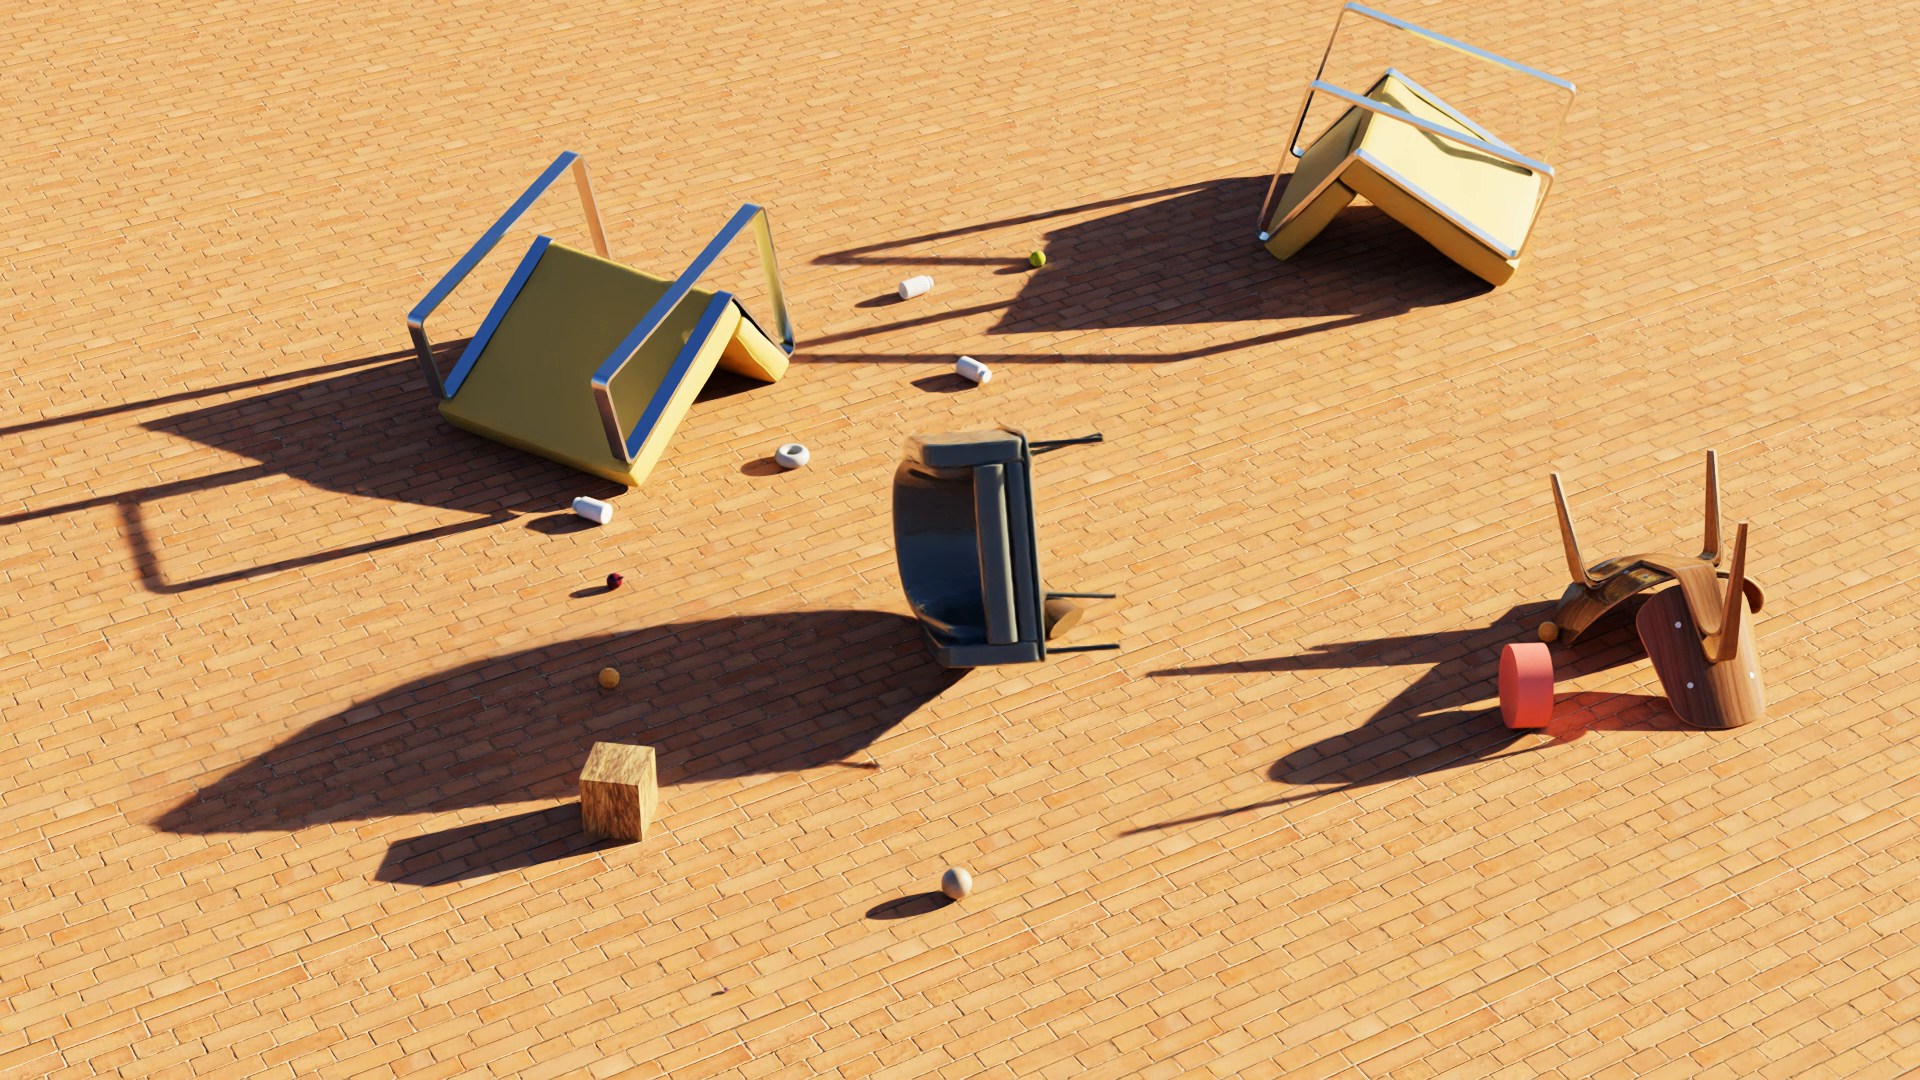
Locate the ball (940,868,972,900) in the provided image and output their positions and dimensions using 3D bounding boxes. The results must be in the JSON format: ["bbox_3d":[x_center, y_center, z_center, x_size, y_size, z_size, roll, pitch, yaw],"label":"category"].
[{"bbox_3d":[-0.011,1.079,9.217,0.100,0.100,0.100,0,33,0],"label":"ball"}]

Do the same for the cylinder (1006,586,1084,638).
[{"bbox_3d":[0.305,0.256,10.479,0.207,0.083,0.184,27,48,35],"label":"cylinder"}]

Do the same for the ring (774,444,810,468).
[{"bbox_3d":[-0.653,-0.326,11.391,0.135,0.055,0.134,-26,40,-36],"label":"ring"}]

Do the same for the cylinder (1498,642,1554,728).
[{"bbox_3d":[1.916,0.493,9.927,0.119,0.298,0.271,-2,40,-3],"label":"cylinder"}]

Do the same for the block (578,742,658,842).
[{"bbox_3d":[-1.105,0.814,9.500,0.196,0.230,0.201,5,34,8],"label":"block"}]
